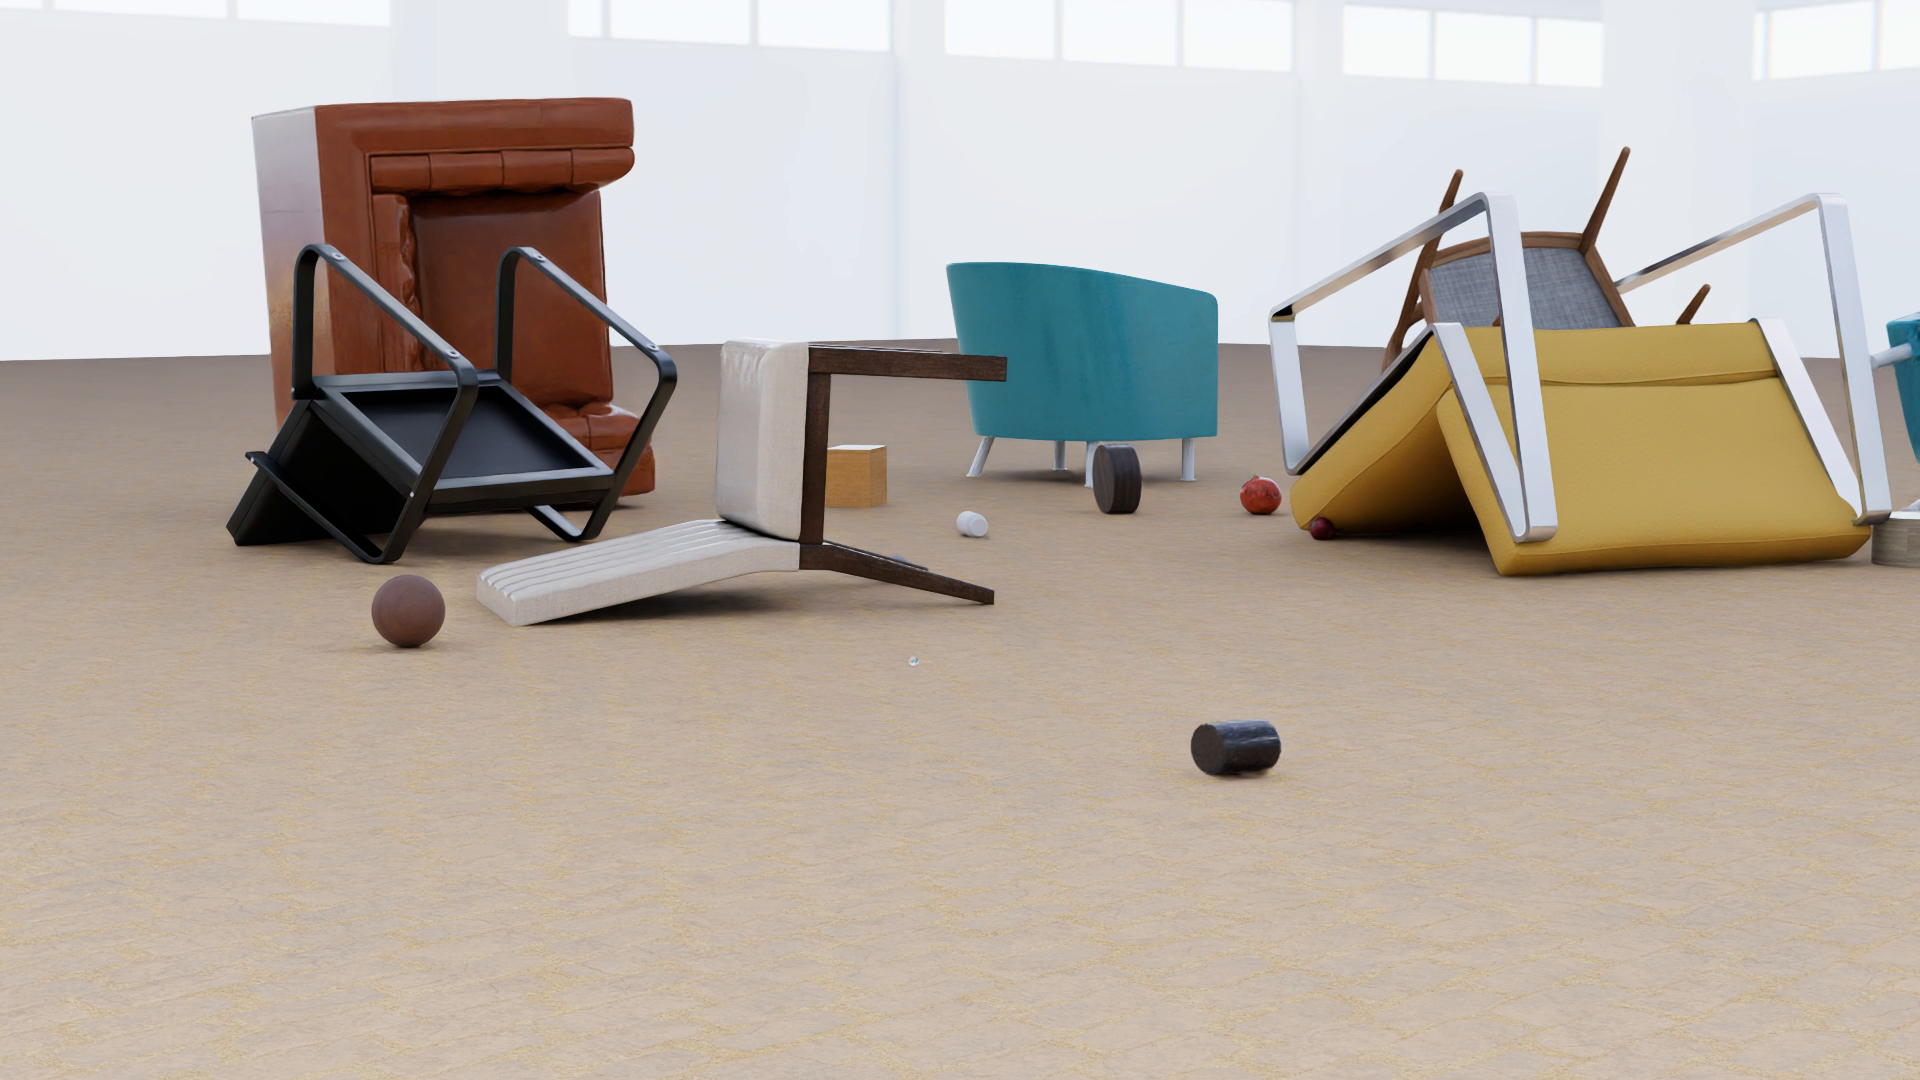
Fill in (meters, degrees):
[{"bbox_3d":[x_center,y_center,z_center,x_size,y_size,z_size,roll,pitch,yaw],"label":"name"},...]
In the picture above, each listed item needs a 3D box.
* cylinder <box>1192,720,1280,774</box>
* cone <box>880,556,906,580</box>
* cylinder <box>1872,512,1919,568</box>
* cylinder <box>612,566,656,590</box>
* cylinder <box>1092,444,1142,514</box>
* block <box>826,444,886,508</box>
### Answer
[{"bbox_3d":[0.366,0.275,3.410,0.085,0.067,0.089,-3,-1,-25],"label":"cylinder"},{"bbox_3d":[-0.147,0.071,5.603,0.064,0.050,0.057,-22,29,12],"label":"cone"},{"bbox_3d":[2.185,0.000,5.869,0.188,0.112,0.174,4,7,31],"label":"cylinder"},{"bbox_3d":[-0.685,0.082,5.391,0.080,0.047,0.068,-2,2,-22],"label":"cylinder"},{"bbox_3d":[0.435,-0.170,7.135,0.081,0.194,0.161,-2,-16,-18],"label":"cylinder"},{"bbox_3d":[-0.299,-0.185,7.405,0.131,0.165,0.183,1,6,14],"label":"block"}]
